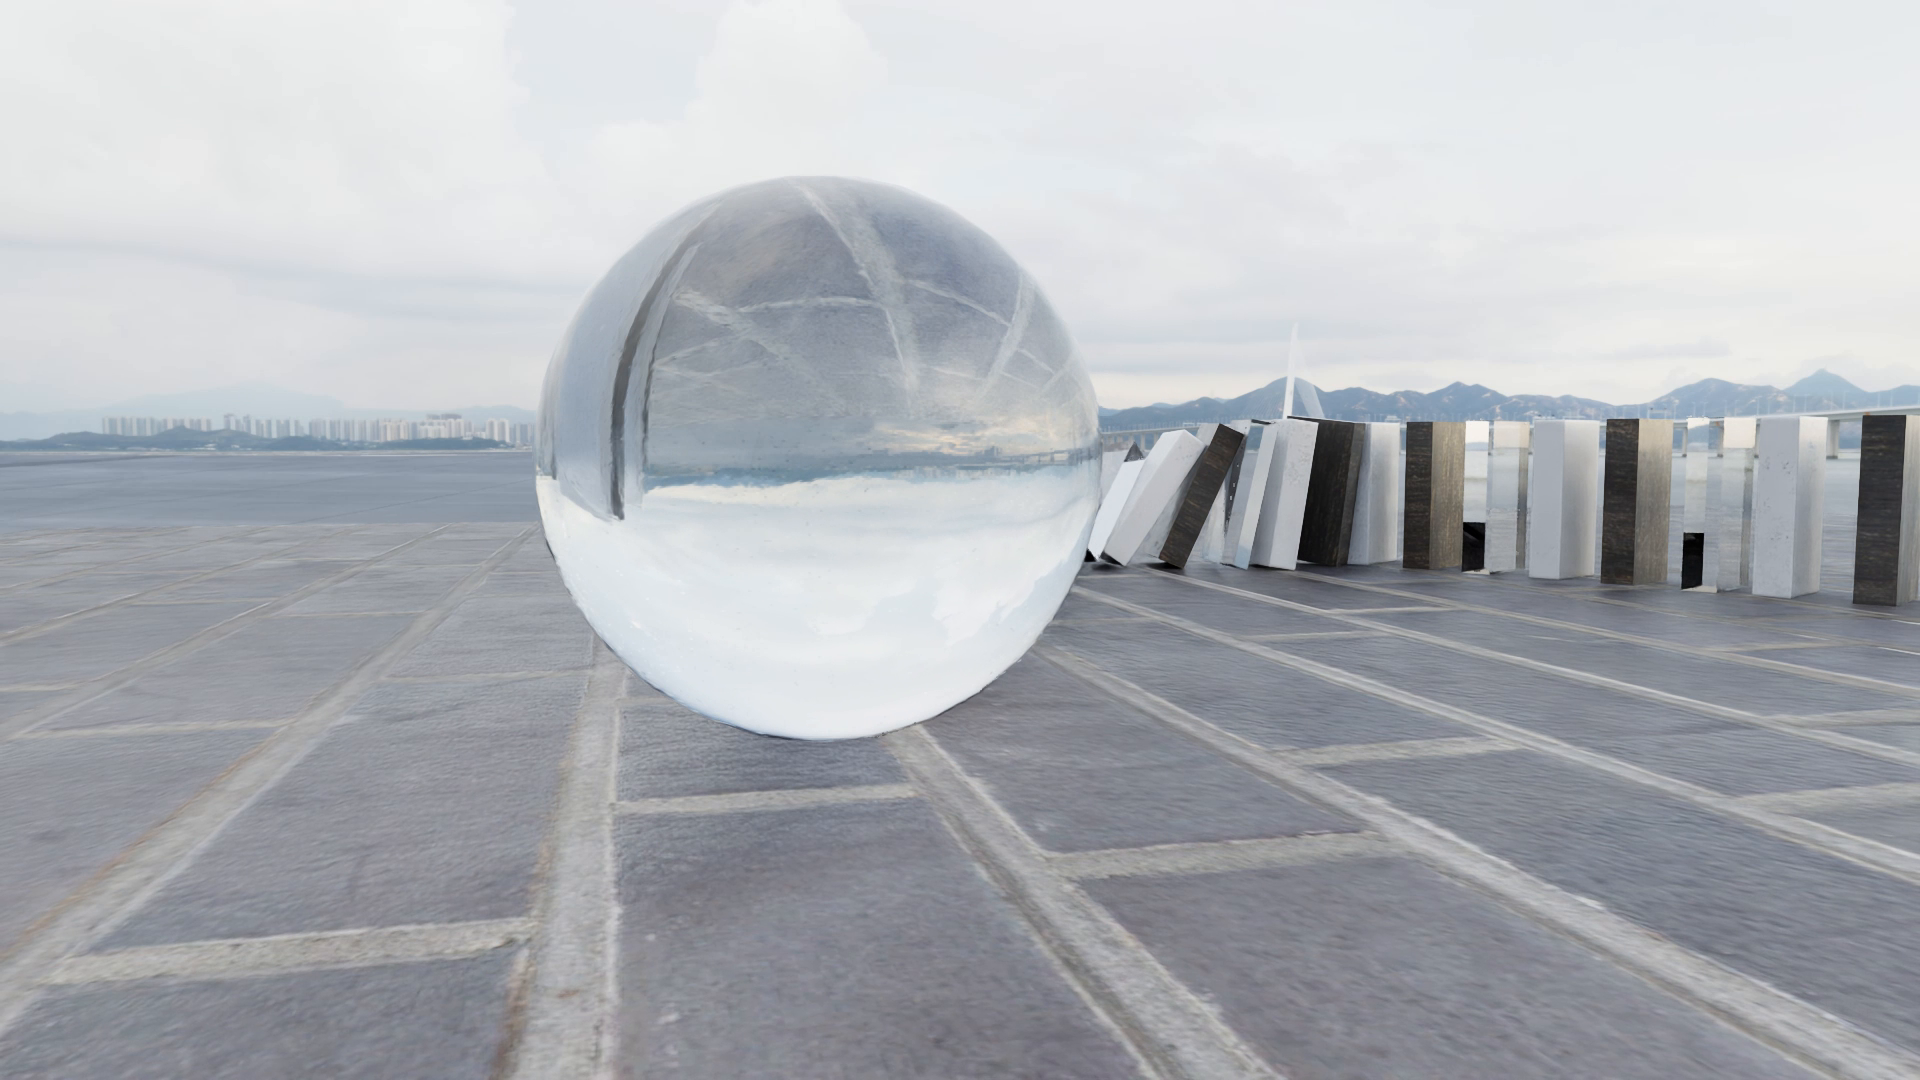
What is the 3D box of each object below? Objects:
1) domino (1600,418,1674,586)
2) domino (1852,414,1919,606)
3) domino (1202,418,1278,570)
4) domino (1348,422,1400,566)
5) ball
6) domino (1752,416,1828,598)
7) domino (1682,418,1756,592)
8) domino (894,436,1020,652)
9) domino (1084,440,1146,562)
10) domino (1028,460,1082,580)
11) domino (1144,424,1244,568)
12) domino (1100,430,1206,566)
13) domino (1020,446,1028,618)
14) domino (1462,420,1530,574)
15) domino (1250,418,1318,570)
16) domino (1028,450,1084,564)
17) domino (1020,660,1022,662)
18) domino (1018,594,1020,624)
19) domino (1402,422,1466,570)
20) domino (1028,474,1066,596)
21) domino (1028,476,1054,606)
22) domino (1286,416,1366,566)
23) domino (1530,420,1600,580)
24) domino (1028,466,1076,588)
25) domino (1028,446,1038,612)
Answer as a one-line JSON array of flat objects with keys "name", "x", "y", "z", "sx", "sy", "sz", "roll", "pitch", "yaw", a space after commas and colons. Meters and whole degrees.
[{"name": "domino", "x": 0.208, "y": -0.012, "z": 0.394, "sx": 0.025, "sy": 0.050, "sz": 0.009, "roll": -4, "pitch": 6, "yaw": -40}, {"name": "domino", "x": 0.251, "y": -0.008, "z": 0.346, "sx": 0.025, "sy": 0.050, "sz": 0.009, "roll": -4, "pitch": 6, "yaw": -43}, {"name": "domino", "x": 0.097, "y": -0.016, "z": 0.444, "sx": 0.010, "sy": 0.050, "sz": 0.025, "roll": 11, "pitch": 3, "yaw": -4}, {"name": "domino", "x": 0.148, "y": -0.017, "z": 0.461, "sx": 0.010, "sy": 0.050, "sz": 0.025, "roll": 4, "pitch": 6, "yaw": 41}, {"name": "ball", "x": -0.020, "y": -0.011, "z": 0.185, "sx": 0.080, "sy": 0.080, "sz": 0.080, "roll": 0, "pitch": 4, "yaw": 0}, {"name": "domino", "x": 0.235, "y": -0.010, "z": 0.363, "sx": 0.025, "sy": 0.050, "sz": 0.010, "roll": -4, "pitch": 6, "yaw": -41}, {"name": "domino", "x": 0.223, "y": -0.011, "z": 0.377, "sx": 0.025, "sy": 0.050, "sz": 0.010, "roll": -4, "pitch": 6, "yaw": -40}, {"name": "domino", "x": 0.000, "y": 0.000, "z": 0.275, "sx": 0.025, "sy": 0.050, "sz": 0.009, "roll": 0, "pitch": -36, "yaw": 3}, {"name": "domino", "x": 0.045, "y": -0.013, "z": 0.451, "sx": 0.025, "sy": 0.009, "sz": 0.050, "roll": -6, "pitch": 42, "yaw": 40}, {"name": "domino", "x": 0.026, "y": -0.007, "z": 0.417, "sx": 0.025, "sy": 0.010, "sz": 0.050, "roll": 1, "pitch": 40, "yaw": 9}, {"name": "domino", "x": 0.081, "y": -0.016, "z": 0.448, "sx": 0.009, "sy": 0.050, "sz": 0.025, "roll": 24, "pitch": 2, "yaw": -5}, {"name": "domino", "x": 0.065, "y": -0.015, "z": 0.448, "sx": 0.010, "sy": 0.050, "sz": 0.025, "roll": 35, "pitch": -3, "yaw": -8}, {"name": "domino", "x": 0.005, "y": -0.003, "z": 0.326, "sx": 0.025, "sy": 0.050, "sz": 0.009, "roll": 0, "pitch": -41, "yaw": 3}, {"name": "domino", "x": 0.179, "y": -0.015, "z": 0.429, "sx": 0.025, "sy": 0.050, "sz": 0.009, "roll": -4, "pitch": 6, "yaw": -41}, {"name": "domino", "x": 0.109, "y": -0.016, "z": 0.442, "sx": 0.010, "sy": 0.050, "sz": 0.025, "roll": 8, "pitch": 3, "yaw": -12}, {"name": "domino", "x": 0.028, "y": -0.010, "z": 0.439, "sx": 0.025, "sy": 0.009, "sz": 0.050, "roll": -7, "pitch": 39, "yaw": 14}, {"name": "domino", "x": 0.000, "y": 0.001, "z": 0.262, "sx": 0.025, "sy": 0.050, "sz": 0.009, "roll": 0, "pitch": -36, "yaw": 3}, {"name": "domino", "x": 0.002, "y": -0.003, "z": 0.312, "sx": 0.025, "sy": 0.050, "sz": 0.010, "roll": 0, "pitch": -36, "yaw": 3}, {"name": "domino", "x": 0.165, "y": -0.016, "z": 0.445, "sx": 0.025, "sy": 0.050, "sz": 0.010, "roll": -4, "pitch": 6, "yaw": -43}, {"name": "domino", "x": 0.017, "y": -0.003, "z": 0.378, "sx": 0.025, "sy": 0.009, "sz": 0.050, "roll": 1, "pitch": 35, "yaw": 8}, {"name": "domino", "x": 0.012, "y": -0.001, "z": 0.358, "sx": 0.025, "sy": 0.009, "sz": 0.050, "roll": 1, "pitch": 34, "yaw": 8}, {"name": "domino", "x": 0.126, "y": -0.018, "z": 0.453, "sx": 0.025, "sy": 0.050, "sz": 0.010, "roll": 12, "pitch": 10, "yaw": 39}, {"name": "domino", "x": 0.194, "y": -0.013, "z": 0.411, "sx": 0.025, "sy": 0.050, "sz": 0.009, "roll": -4, "pitch": 6, "yaw": -40}, {"name": "domino", "x": 0.022, "y": -0.005, "z": 0.398, "sx": 0.025, "sy": 0.009, "sz": 0.050, "roll": 1, "pitch": 38, "yaw": 9}, {"name": "domino", "x": 0.008, "y": -0.004, "z": 0.340, "sx": 0.025, "sy": 0.010, "sz": 0.050, "roll": 0, "pitch": 49, "yaw": 4}]
